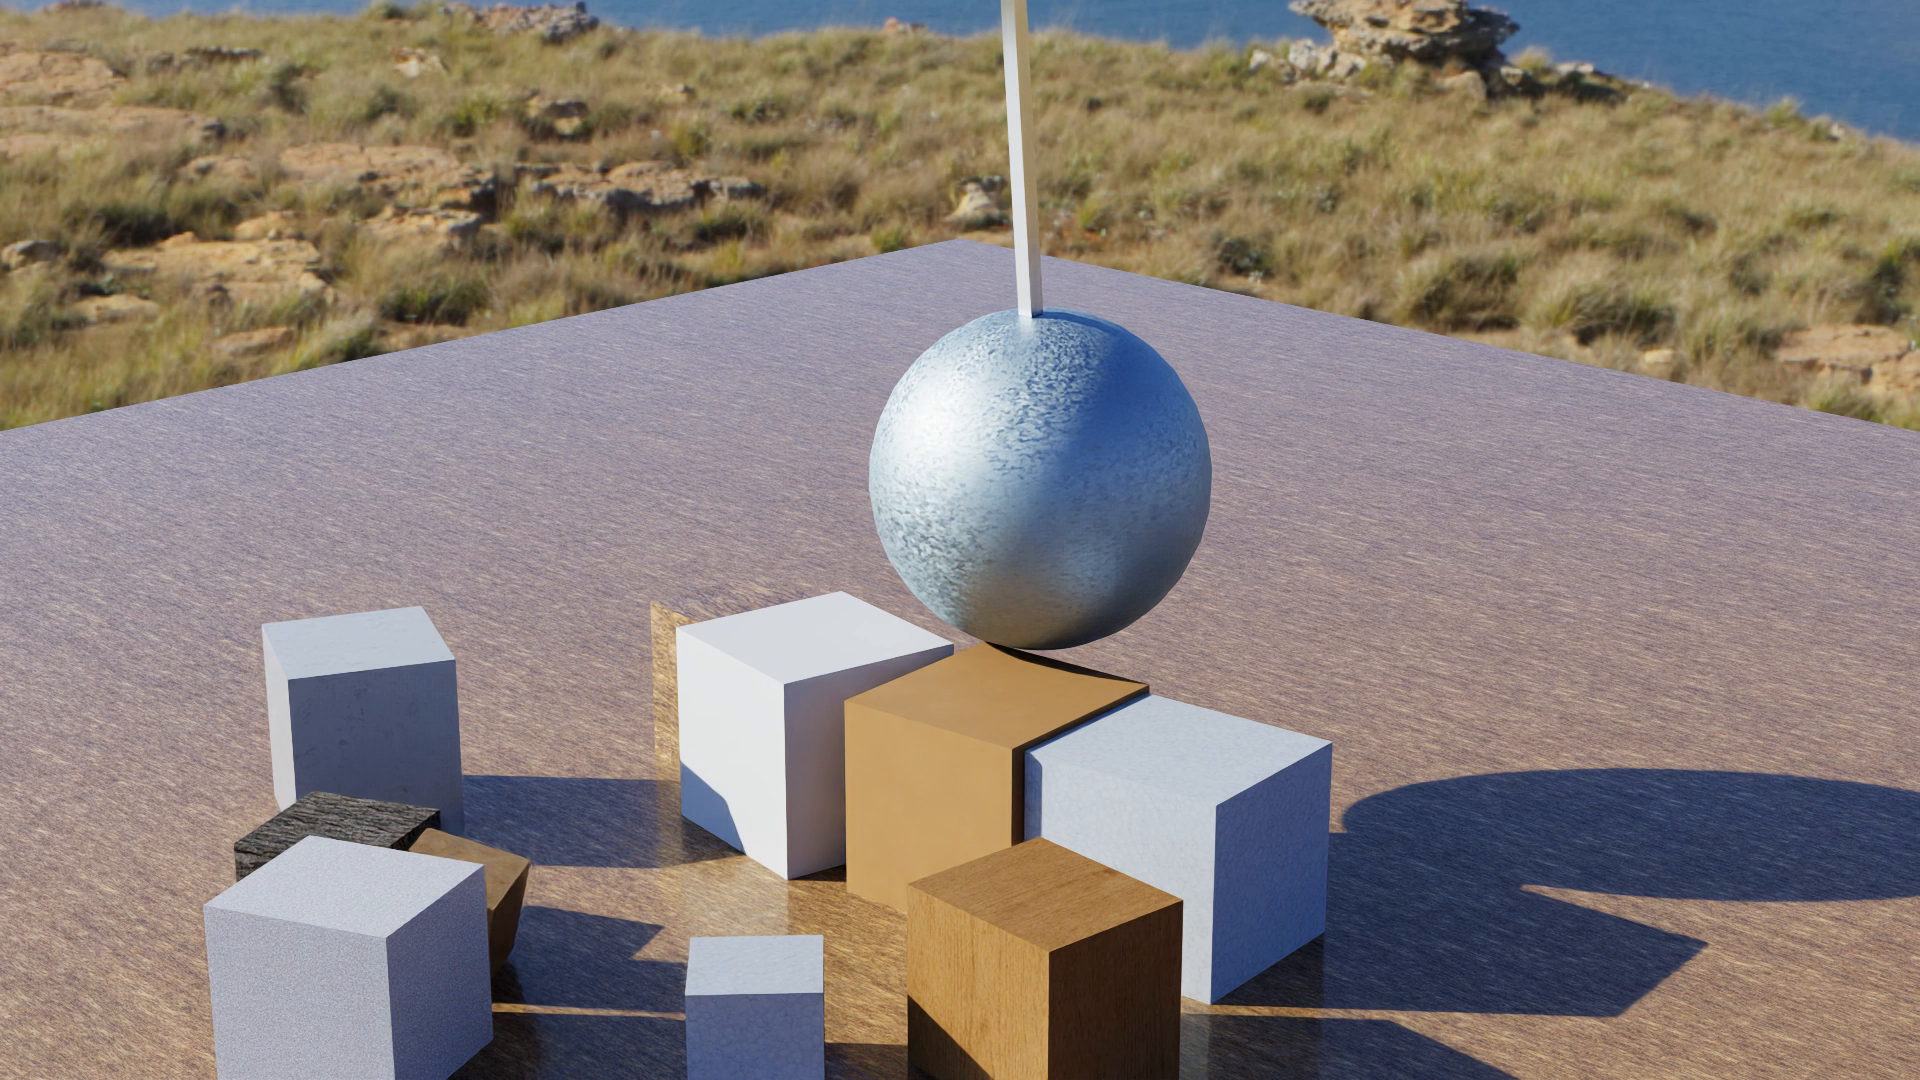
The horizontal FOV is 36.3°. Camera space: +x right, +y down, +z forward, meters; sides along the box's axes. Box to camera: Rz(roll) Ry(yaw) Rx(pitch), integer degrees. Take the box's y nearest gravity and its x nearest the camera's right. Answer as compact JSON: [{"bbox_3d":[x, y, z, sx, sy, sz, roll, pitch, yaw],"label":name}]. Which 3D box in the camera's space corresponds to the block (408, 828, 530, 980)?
[{"bbox_3d":[-2.145,1.575,12.363,0.470,0.455,0.464,17,23,6],"label":"block"}]

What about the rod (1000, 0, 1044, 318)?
[{"bbox_3d":[0.162,-3.454,12.426,0.080,5.200,0.080,17,29,42],"label":"rod"}]

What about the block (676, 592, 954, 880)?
[{"bbox_3d":[-0.685,0.902,13.882,0.936,0.954,0.947,-12,21,-34],"label":"block"}]

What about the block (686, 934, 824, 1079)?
[{"bbox_3d":[-0.800,1.888,11.545,0.528,0.476,0.516,-1,17,-2],"label":"block"}]

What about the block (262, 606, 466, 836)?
[{"bbox_3d":[-2.852,0.902,13.999,0.771,0.885,0.829,-6,19,-20],"label":"block"}]

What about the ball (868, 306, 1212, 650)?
[{"bbox_3d":[0.374,-0.286,13.644,1.600,1.600,1.600,0,17,0],"label":"ball"}]

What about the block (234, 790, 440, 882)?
[{"bbox_3d":[-2.685,1.487,12.735,0.636,0.526,0.631,6,18,19],"label":"block"}]

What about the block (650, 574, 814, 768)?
[{"bbox_3d":[-1.046,0.721,14.677,0.677,0.824,0.750,-14,22,-37],"label":"block"}]

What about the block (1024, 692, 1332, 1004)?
[{"bbox_3d":[0.939,1.310,12.688,0.974,0.893,0.907,13,22,36],"label":"block"}]

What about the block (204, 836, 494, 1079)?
[{"bbox_3d":[-2.406,1.716,11.601,0.815,0.769,0.732,7,19,20],"label":"block"}]

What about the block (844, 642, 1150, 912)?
[{"bbox_3d":[0.171,1.121,13.240,0.938,0.922,1.014,14,22,37],"label":"block"}]

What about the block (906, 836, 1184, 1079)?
[{"bbox_3d":[0.328,1.737,11.528,0.709,0.773,0.820,-15,23,-39],"label":"block"}]
